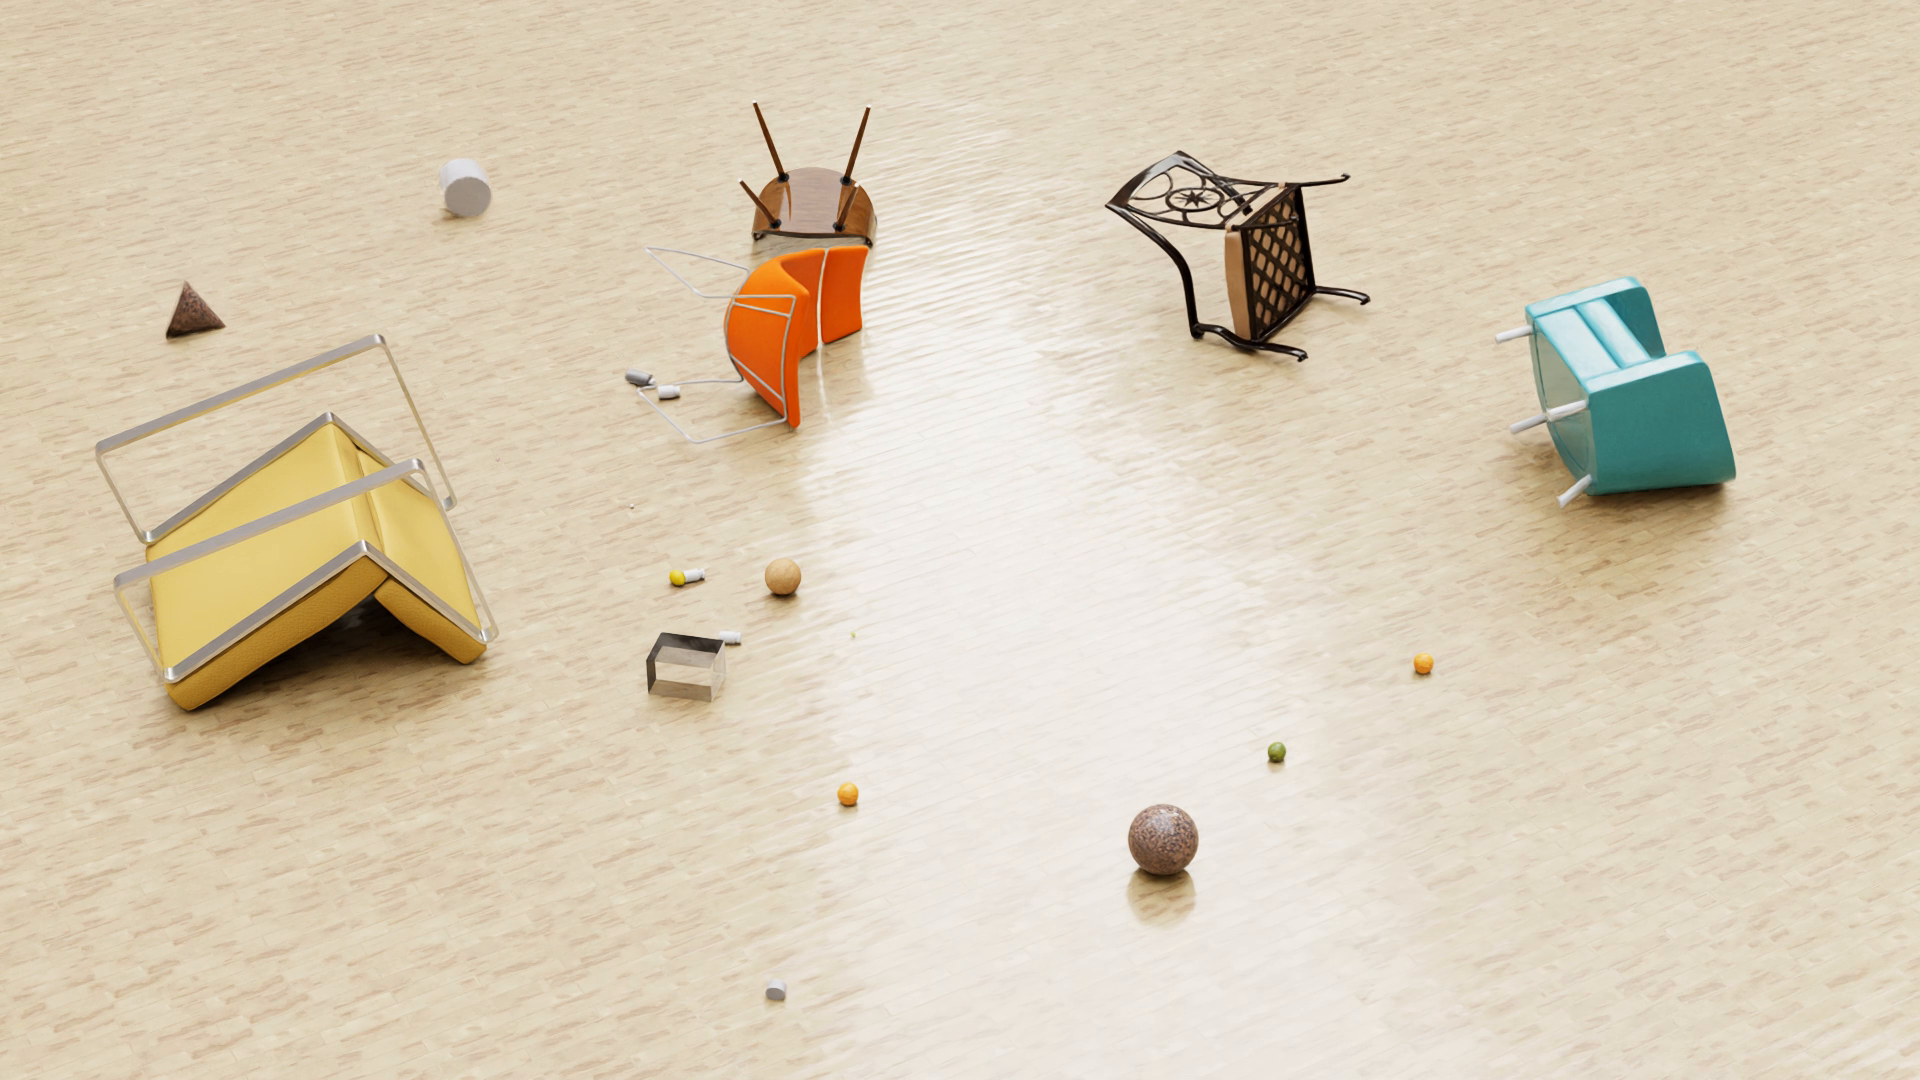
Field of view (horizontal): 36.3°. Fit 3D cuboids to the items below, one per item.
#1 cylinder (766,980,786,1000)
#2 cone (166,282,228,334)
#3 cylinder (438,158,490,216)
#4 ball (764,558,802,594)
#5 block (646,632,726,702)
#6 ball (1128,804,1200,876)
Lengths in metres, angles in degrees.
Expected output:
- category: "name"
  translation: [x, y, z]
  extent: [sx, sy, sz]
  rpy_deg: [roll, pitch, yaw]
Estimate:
- category: "cylinder"
  translation: [-0.555, 1.356, 8.841]
  extent: [0.060, 0.051, 0.037]
  rpy_deg: [8, 34, 4]
- category: "cone"
  translation: [-3.174, -0.931, 12.267]
  extent: [0.223, 0.242, 0.172]
  rpy_deg: [21, -5, -17]
- category: "cylinder"
  translation: [-2.226, -1.581, 13.164]
  extent: [0.211, 0.199, 0.190]
  rpy_deg: [4, 30, -22]
- category: "ball"
  translation: [-0.641, 0.132, 10.622]
  extent: [0.134, 0.134, 0.134]
  rpy_deg: [0, 33, 0]
- category: "block"
  translation: [-0.947, 0.440, 10.147]
  extent: [0.229, 0.143, 0.174]
  rpy_deg: [7, 34, 11]
- category: "ball"
  translation: [0.645, 0.949, 9.298]
  extent: [0.227, 0.227, 0.227]
  rpy_deg: [0, 33, 0]
